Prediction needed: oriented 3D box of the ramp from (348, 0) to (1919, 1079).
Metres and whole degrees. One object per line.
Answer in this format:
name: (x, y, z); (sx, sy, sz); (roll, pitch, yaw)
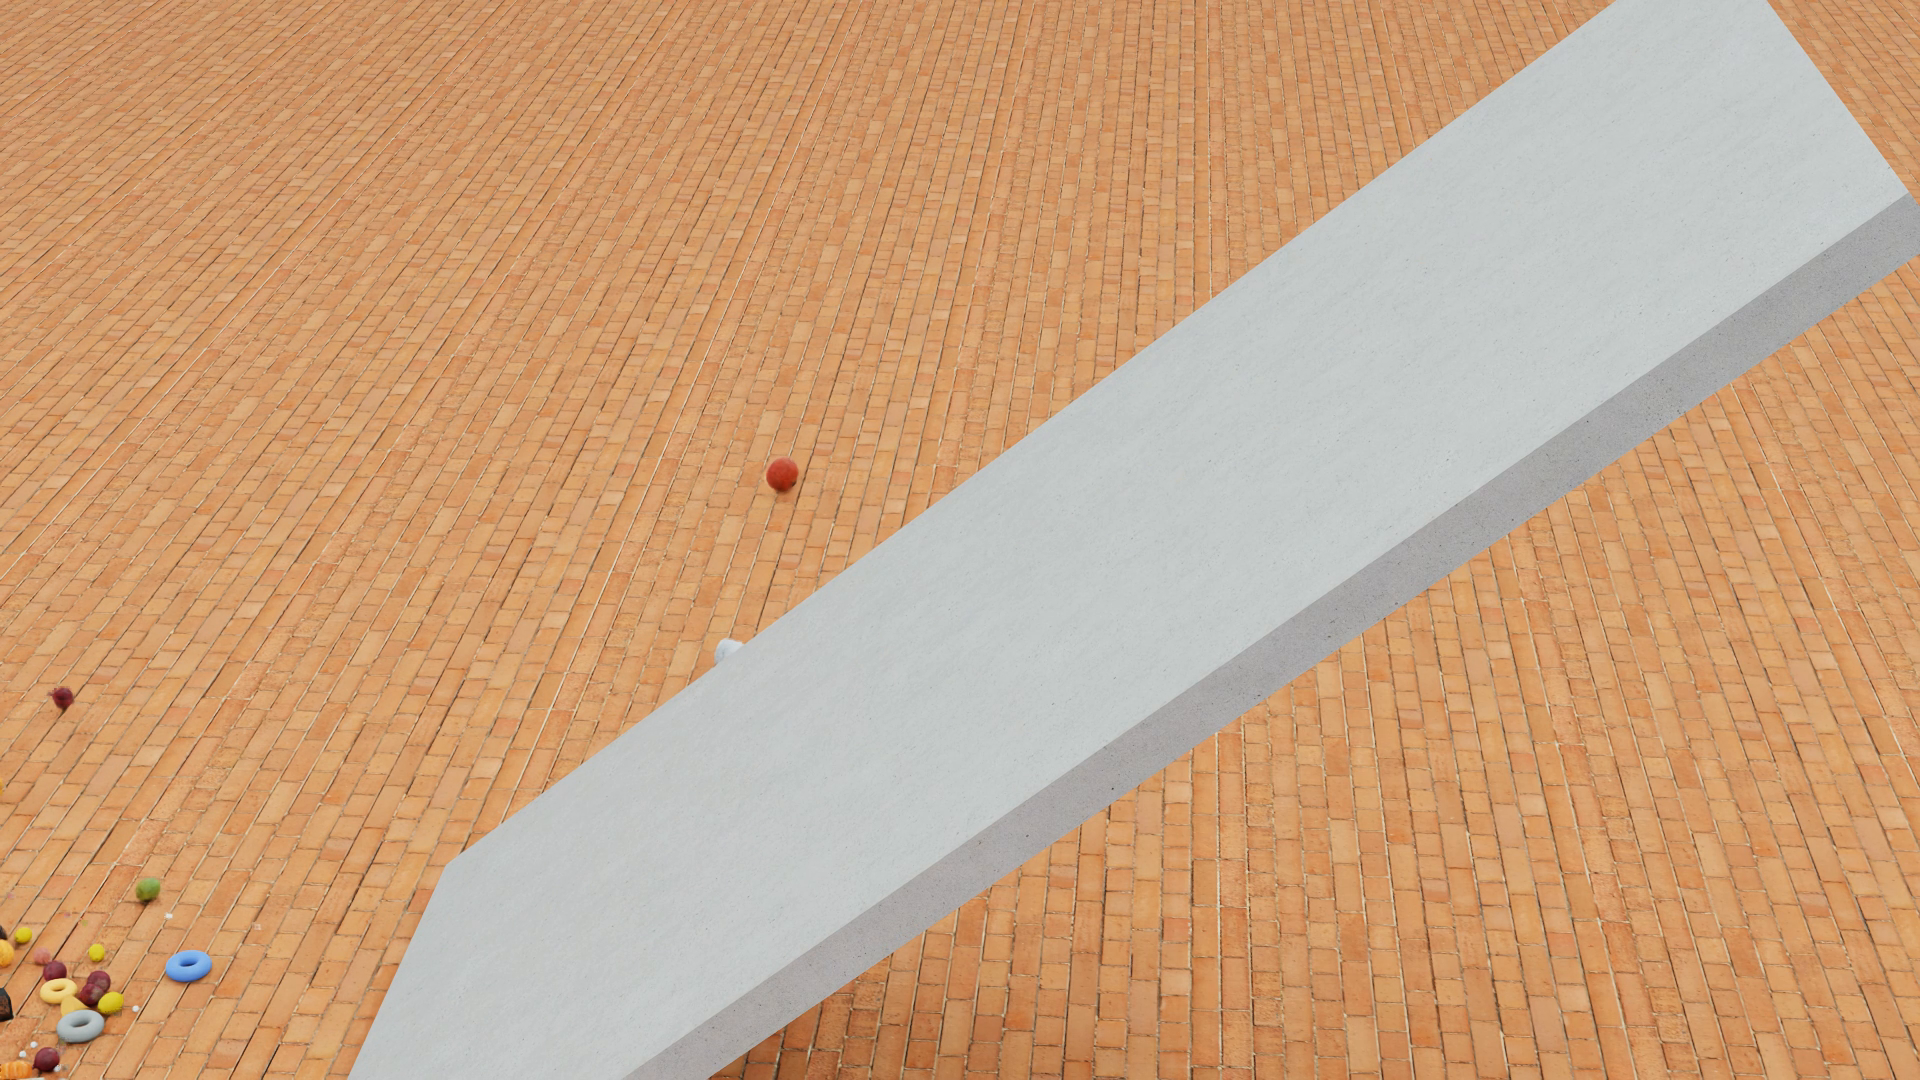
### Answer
ramp: (0.119, 0.186, 6.344); (4.000, 0.100, 2.000); (-36, 16, 18)

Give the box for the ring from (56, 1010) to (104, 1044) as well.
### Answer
ring: (-2.170, 1.200, 7.257); (0.116, 0.039, 0.116); (-1, 25, 0)

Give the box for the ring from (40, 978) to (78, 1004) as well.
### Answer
ring: (-2.271, 1.136, 7.410); (0.092, 0.031, 0.092); (1, 25, 0)

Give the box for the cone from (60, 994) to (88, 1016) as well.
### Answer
cone: (-2.199, 1.168, 7.342); (0.063, 0.063, 0.063); (24, 7, 42)

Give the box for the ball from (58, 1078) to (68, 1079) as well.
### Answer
ball: (-2.134, 1.307, 6.995); (0.055, 0.055, 0.055); (0, 24, 0)

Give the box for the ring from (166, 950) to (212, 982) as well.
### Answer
ring: (-1.970, 1.088, 7.510); (0.116, 0.039, 0.116); (0, 25, 0)

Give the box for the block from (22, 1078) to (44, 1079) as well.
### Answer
block: (-2.197, 1.326, 6.916); (0.084, 0.084, 0.084); (-3, 24, -7)

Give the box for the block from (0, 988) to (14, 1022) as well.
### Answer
block: (-2.397, 1.161, 7.318); (0.060, 0.060, 0.060); (-15, 28, -30)
